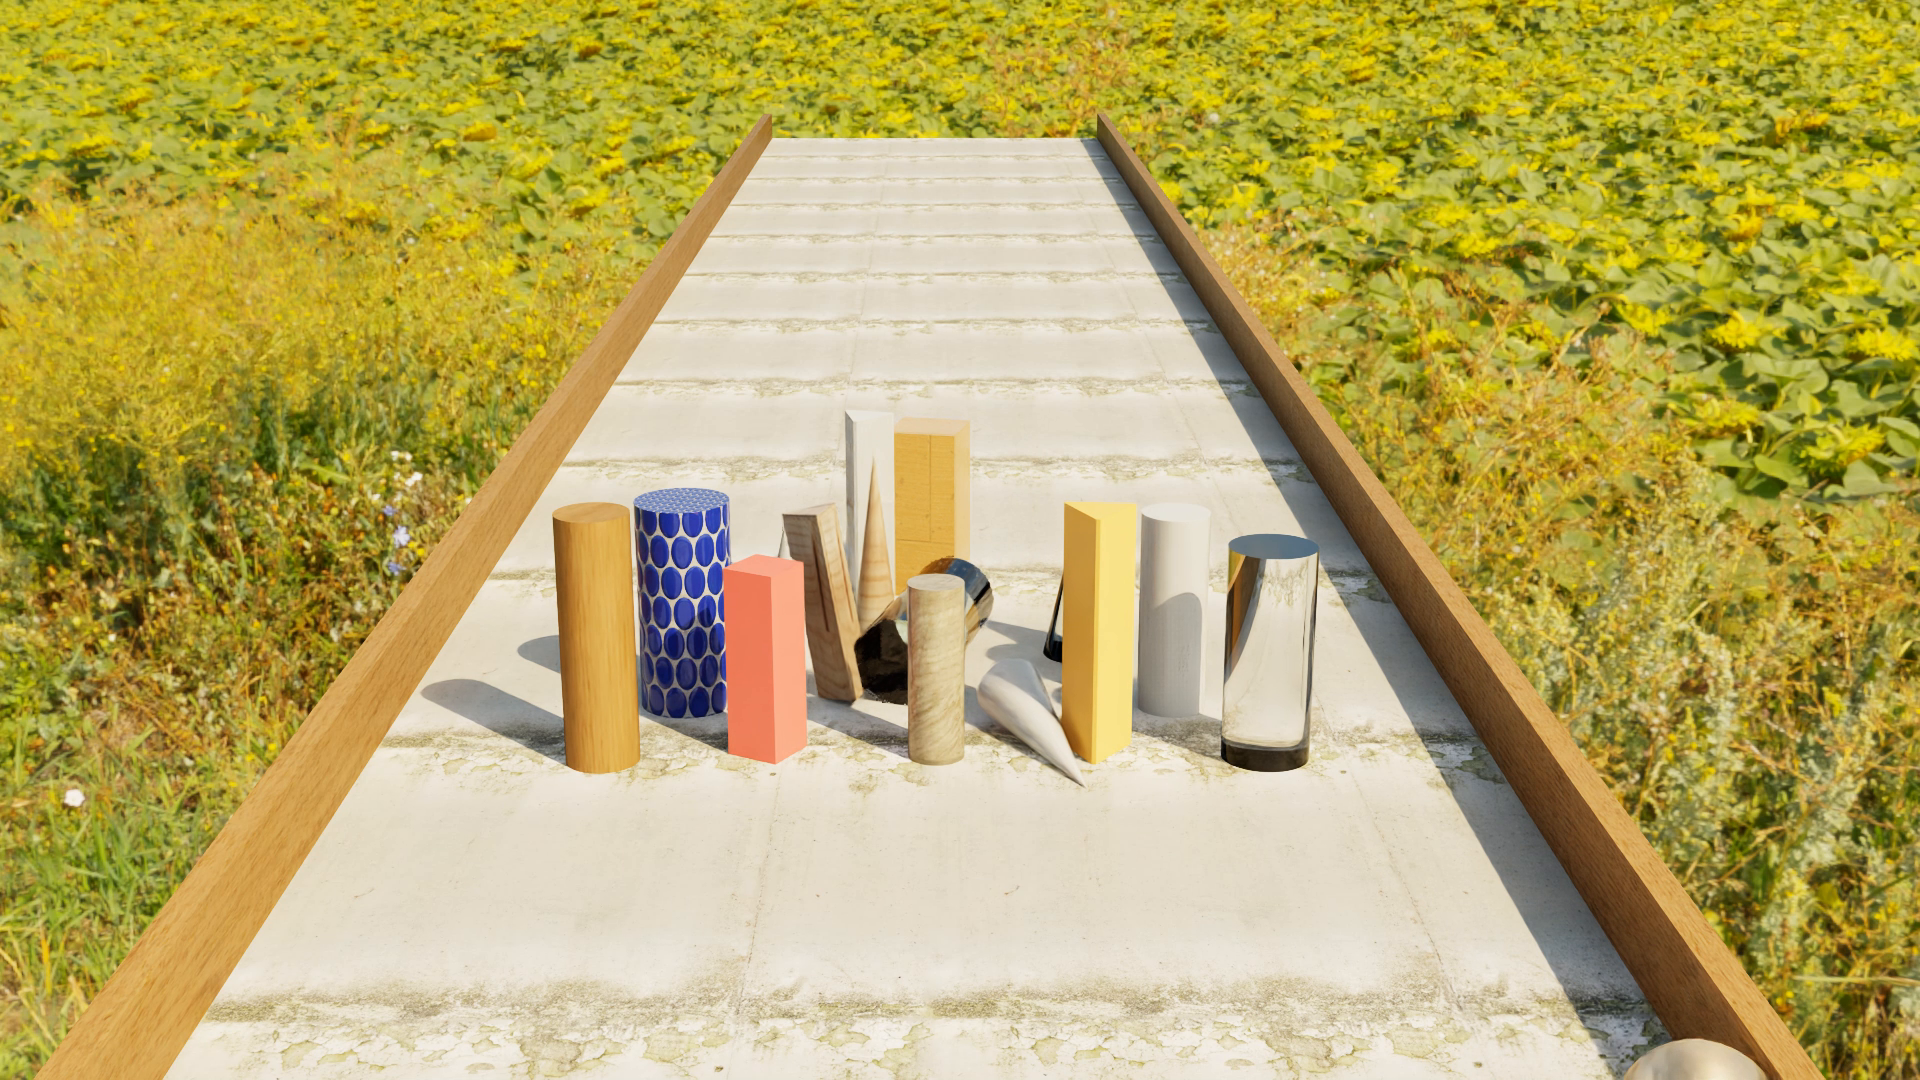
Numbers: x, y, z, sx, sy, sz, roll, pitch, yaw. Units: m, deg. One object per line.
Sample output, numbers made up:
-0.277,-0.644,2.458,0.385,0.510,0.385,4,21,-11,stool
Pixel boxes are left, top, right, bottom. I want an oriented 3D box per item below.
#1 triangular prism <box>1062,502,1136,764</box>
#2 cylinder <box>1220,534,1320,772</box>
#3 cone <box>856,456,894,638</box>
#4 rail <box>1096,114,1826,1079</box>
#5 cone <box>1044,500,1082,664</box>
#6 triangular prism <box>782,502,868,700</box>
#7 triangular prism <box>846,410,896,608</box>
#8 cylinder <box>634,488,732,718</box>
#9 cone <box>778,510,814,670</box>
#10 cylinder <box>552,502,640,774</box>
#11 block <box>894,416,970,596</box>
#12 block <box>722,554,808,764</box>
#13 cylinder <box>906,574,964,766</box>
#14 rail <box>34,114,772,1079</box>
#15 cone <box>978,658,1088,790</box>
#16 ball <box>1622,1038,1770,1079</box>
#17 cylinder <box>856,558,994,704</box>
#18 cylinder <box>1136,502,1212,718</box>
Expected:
0.229,0.158,3.904,0.108,0.451,0.124,12,20,34,triangular prism
0.545,0.198,3.876,0.158,0.390,0.158,0,17,0,cylinder
-0.170,0.025,4.401,0.104,0.423,0.104,0,17,0,cone
0.932,-0.844,7.801,0.050,0.150,12.000,0,17,-1,rail
0.241,0.072,4.413,0.146,0.326,0.146,0,17,0,cone
-0.236,0.115,4.171,0.102,0.364,0.088,2,18,45,triangular prism
-0.209,-0.056,4.653,0.107,0.434,0.092,-15,22,-41,triangular prism
-0.517,0.117,4.134,0.178,0.398,0.178,0,17,0,cylinder
-0.340,0.088,4.376,0.140,0.316,0.140,0,17,0,cone
-0.635,0.171,3.848,0.132,0.457,0.132,0,17,0,cylinder
-0.068,-0.071,4.826,0.150,0.366,0.150,4,17,13,block
-0.345,0.211,3.906,0.101,0.348,0.101,9,19,28,block
-0.042,0.229,3.887,0.101,0.324,0.101,0,17,0,cylinder
-1.118,-0.838,7.780,0.050,0.150,12.000,0,17,-1,rail
0.156,0.353,3.931,0.127,0.127,0.362,-6,28,-20,cone
0.867,0.685,2.580,0.196,0.196,0.196,0,17,0,ball
-0.064,0.175,4.342,0.170,0.170,0.412,4,17,13,cylinder
0.399,0.131,4.117,0.129,0.382,0.129,0,17,0,cylinder
